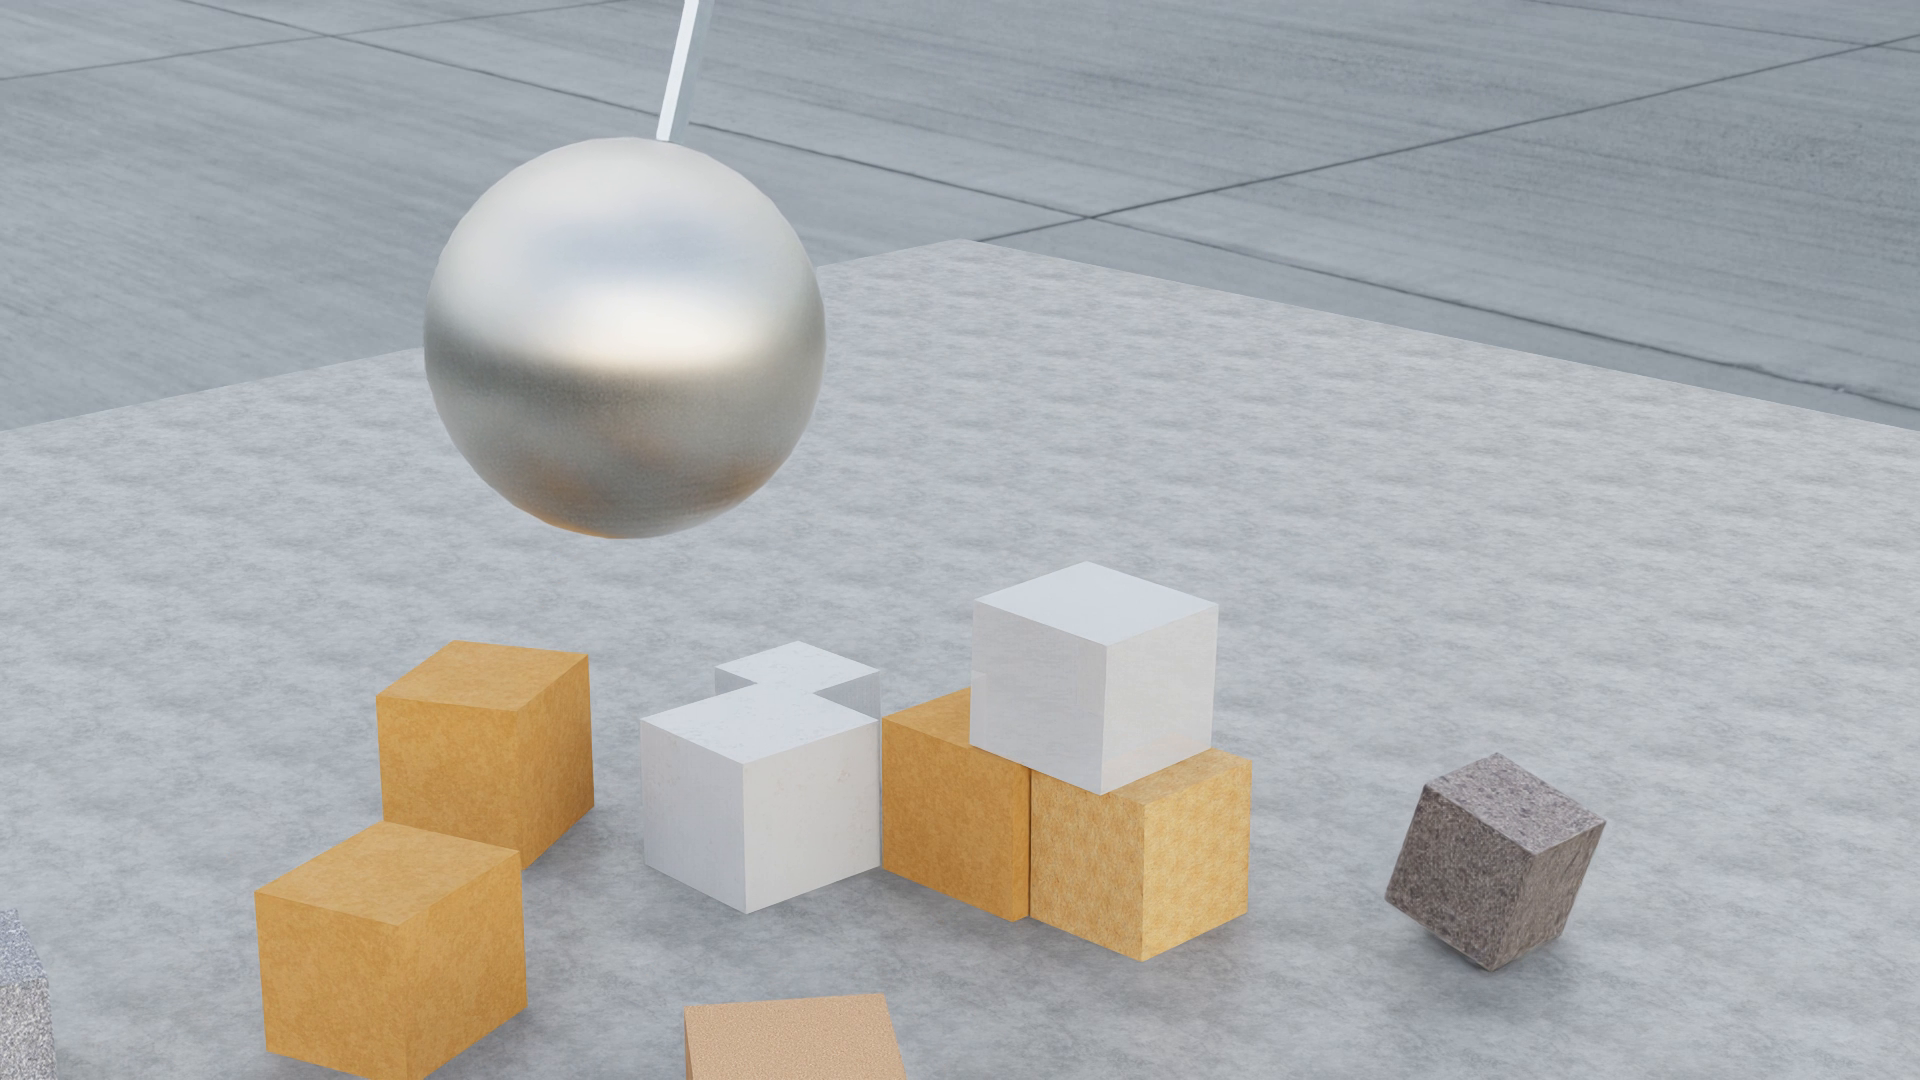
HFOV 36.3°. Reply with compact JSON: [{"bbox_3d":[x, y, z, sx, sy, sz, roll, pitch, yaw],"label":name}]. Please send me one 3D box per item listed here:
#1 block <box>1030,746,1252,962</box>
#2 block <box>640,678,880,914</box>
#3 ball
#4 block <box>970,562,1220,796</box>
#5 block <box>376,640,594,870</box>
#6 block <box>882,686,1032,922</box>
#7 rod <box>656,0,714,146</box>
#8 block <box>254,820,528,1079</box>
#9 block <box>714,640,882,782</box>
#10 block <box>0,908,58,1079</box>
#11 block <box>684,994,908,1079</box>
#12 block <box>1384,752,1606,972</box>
[{"bbox_3d":[0.796,1.320,12.933,0.656,0.726,0.713,16,24,42],"label":"block"},{"bbox_3d":[-0.914,1.160,13.458,0.792,0.718,0.751,-15,23,-40],"label":"block"},{"bbox_3d":[-1.331,-0.802,11.694,1.600,1.600,1.600,0,17,0],"label":"ball"},{"bbox_3d":[0.584,0.591,12.859,0.765,0.681,0.747,18,25,40],"label":"block"},{"bbox_3d":[-2.230,1.003,13.852,0.706,0.781,0.806,5,18,16],"label":"block"},{"bbox_3d":[0.237,1.158,13.419,0.828,0.744,0.846,17,24,42],"label":"block"},{"bbox_3d":[-0.577,-4.108,11.446,0.080,5.200,0.080,17,6,42],"label":"rod"},{"bbox_3d":[-2.294,1.663,11.884,0.704,0.700,0.807,9,19,26],"label":"block"},{"bbox_3d":[-0.798,0.909,14.475,0.547,0.585,0.612,-16,24,-42],"label":"block"},{"bbox_3d":[-3.896,1.897,11.265,0.699,0.626,0.687,-9,19,-25],"label":"block"},{"bbox_3d":[-0.585,2.114,10.374,0.723,0.745,0.678,-3,18,-8],"label":"block"},{"bbox_3d":[2.307,1.383,12.666,0.586,0.604,0.568,33,32,33],"label":"block"}]
